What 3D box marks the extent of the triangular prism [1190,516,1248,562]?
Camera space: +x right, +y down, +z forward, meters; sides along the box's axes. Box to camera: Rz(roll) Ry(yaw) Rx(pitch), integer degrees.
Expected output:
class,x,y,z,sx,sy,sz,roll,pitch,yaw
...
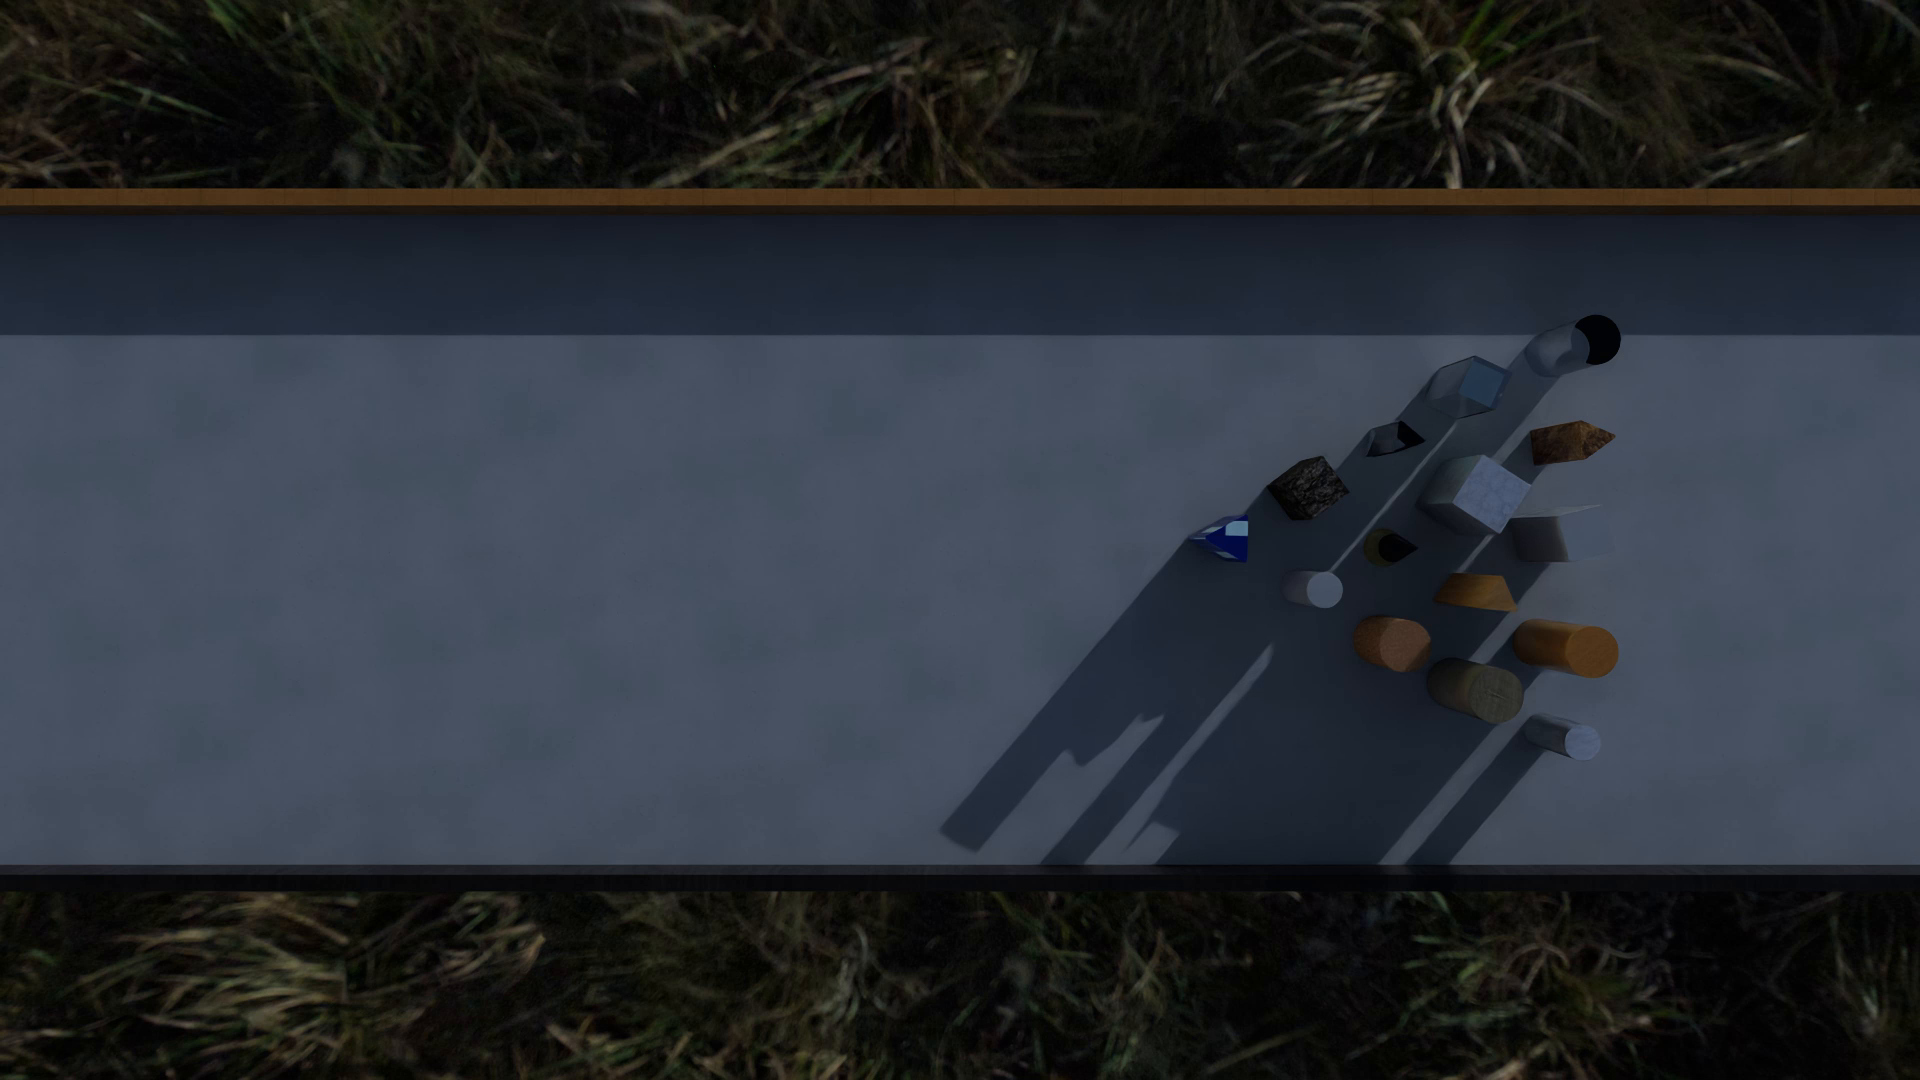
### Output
class,x,y,z,sx,sy,sz,roll,pitch,yaw
triangular prism,0.790,-0.021,4.894,0.135,0.364,0.117,31,90,0

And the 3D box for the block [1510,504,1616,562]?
class,x,y,z,sx,sy,sz,roll,pitch,yaw
block,1.772,-0.018,4.868,0.135,0.416,0.135,-14,90,0

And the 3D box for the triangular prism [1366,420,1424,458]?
class,x,y,z,sx,sy,sz,roll,pitch,yaw
triangular prism,1.281,-0.306,4.912,0.093,0.329,0.081,-20,90,0

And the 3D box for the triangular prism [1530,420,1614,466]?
class,x,y,z,sx,sy,sz,roll,pitch,yaw
triangular prism,1.785,-0.300,4.875,0.110,0.404,0.095,-36,90,0

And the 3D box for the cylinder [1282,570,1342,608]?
class,x,y,z,sx,sy,sz,roll,pitch,yaw
cylinder,1.040,0.143,4.889,0.103,0.375,0.103,0,90,0

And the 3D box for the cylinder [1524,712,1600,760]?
class,x,y,z,sx,sy,sz,roll,pitch,yaw
cylinder,1.788,0.583,4.908,0.104,0.338,0.104,0,90,0

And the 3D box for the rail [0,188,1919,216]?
class,x,y,z,sx,sy,sz,roll,pitch,yaw
rail,-2.247,-1.025,5.002,12.000,0.150,0.050,0,90,0

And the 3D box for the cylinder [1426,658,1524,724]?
class,x,y,z,sx,sy,sz,roll,pitch,yaw
cylinder,1.514,0.440,4.866,0.156,0.420,0.156,0,90,0

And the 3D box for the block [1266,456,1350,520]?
class,x,y,z,sx,sy,sz,roll,pitch,yaw
block,1.035,-0.152,4.922,0.132,0.309,0.132,-37,90,0

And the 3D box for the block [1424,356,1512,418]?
class,x,y,z,sx,sy,sz,roll,pitch,yaw
block,1.504,-0.450,4.899,0.118,0.356,0.118,25,90,0

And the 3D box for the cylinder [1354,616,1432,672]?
class,x,y,z,sx,sy,sz,roll,pitch,yaw
cylinder,1.286,0.307,4.918,0.152,0.317,0.152,0,90,0

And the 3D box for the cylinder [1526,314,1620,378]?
class,x,y,z,sx,sy,sz,roll,pitch,yaw
cylinder,1.814,-0.571,4.891,0.143,0.372,0.143,0,90,0

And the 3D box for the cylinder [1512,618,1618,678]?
class,x,y,z,sx,sy,sz,roll,pitch,yaw
cylinder,1.773,0.315,4.849,0.146,0.456,0.146,0,90,0

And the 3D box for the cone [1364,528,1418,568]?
class,x,y,z,sx,sy,sz,roll,pitch,yaw
cone,1.302,0.024,4.878,0.120,0.396,0.120,0,90,0

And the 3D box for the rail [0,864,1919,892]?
class,x,y,z,sx,sy,sz,roll,pitch,yaw
rail,-2.247,1.025,5.001,12.000,0.150,0.050,0,90,0

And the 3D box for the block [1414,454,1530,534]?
class,x,y,z,sx,sy,sz,roll,pitch,yaw
block,1.511,-0.130,4.883,0.164,0.386,0.164,33,90,0

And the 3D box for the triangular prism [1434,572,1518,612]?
class,x,y,z,sx,sy,sz,roll,pitch,yaw
triangular prism,1.516,0.147,4.854,0.109,0.444,0.094,6,90,0
